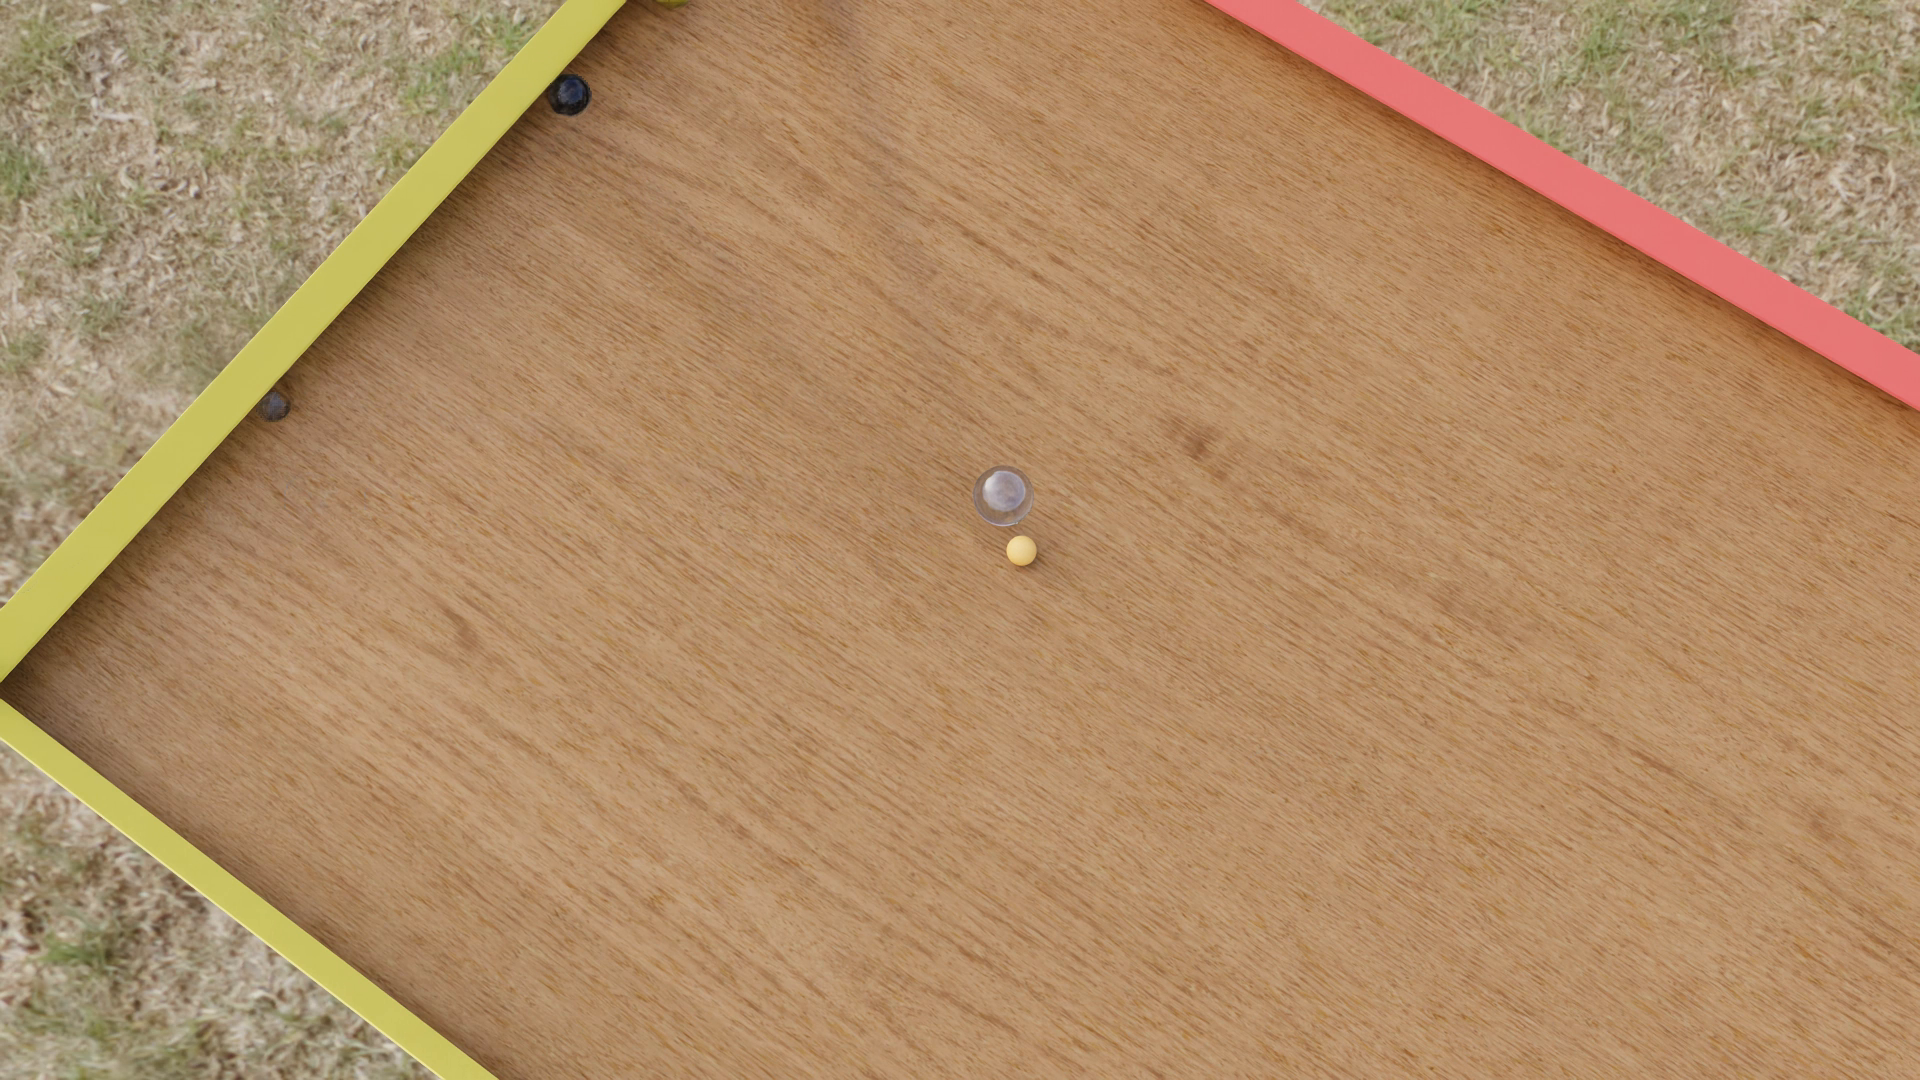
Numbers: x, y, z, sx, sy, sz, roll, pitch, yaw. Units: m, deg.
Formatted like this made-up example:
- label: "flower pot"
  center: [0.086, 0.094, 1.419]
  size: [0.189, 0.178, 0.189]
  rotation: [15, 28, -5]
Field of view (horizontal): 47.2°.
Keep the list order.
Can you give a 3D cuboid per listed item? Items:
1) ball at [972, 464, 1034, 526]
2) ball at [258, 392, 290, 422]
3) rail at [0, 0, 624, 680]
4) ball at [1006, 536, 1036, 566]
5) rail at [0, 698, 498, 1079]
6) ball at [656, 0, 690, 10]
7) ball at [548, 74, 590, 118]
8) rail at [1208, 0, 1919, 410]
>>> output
- label: "ball"
  center: [0.069, -0.071, 3.504]
  size: [0.098, 0.098, 0.098]
  rotation: [0, 68, 0]
- label: "ball"
  center: [-1.119, -0.218, 3.590]
  size: [0.050, 0.050, 0.050]
  rotation: [0, 68, 0]
- label: "rail"
  center: [-0.882, -0.590, 3.698]
  size: [0.045, 0.127, 2.232]
  rotation: [33, 72, 13]
- label: "ball"
  center: [0.098, 0.017, 3.495]
  size: [0.048, 0.048, 0.048]
  rotation: [0, 68, 0]
- label: "rail"
  center: [0.270, 1.407, 2.887]
  size: [4.420, 0.127, 0.045]
  rotation: [33, 72, 13]
- label: "ball"
  center: [-0.508, -0.979, 3.883]
  size: [0.081, 0.081, 0.081]
  rotation: [0, 68, 0]
- label: "ball"
  center: [-0.676, -0.768, 3.802]
  size: [0.072, 0.072, 0.072]
  rotation: [0, 68, 0]
- label: "rail"
  center: [1.533, -0.244, 3.558]
  size: [4.420, 0.127, 0.045]
  rotation: [33, 72, 13]
